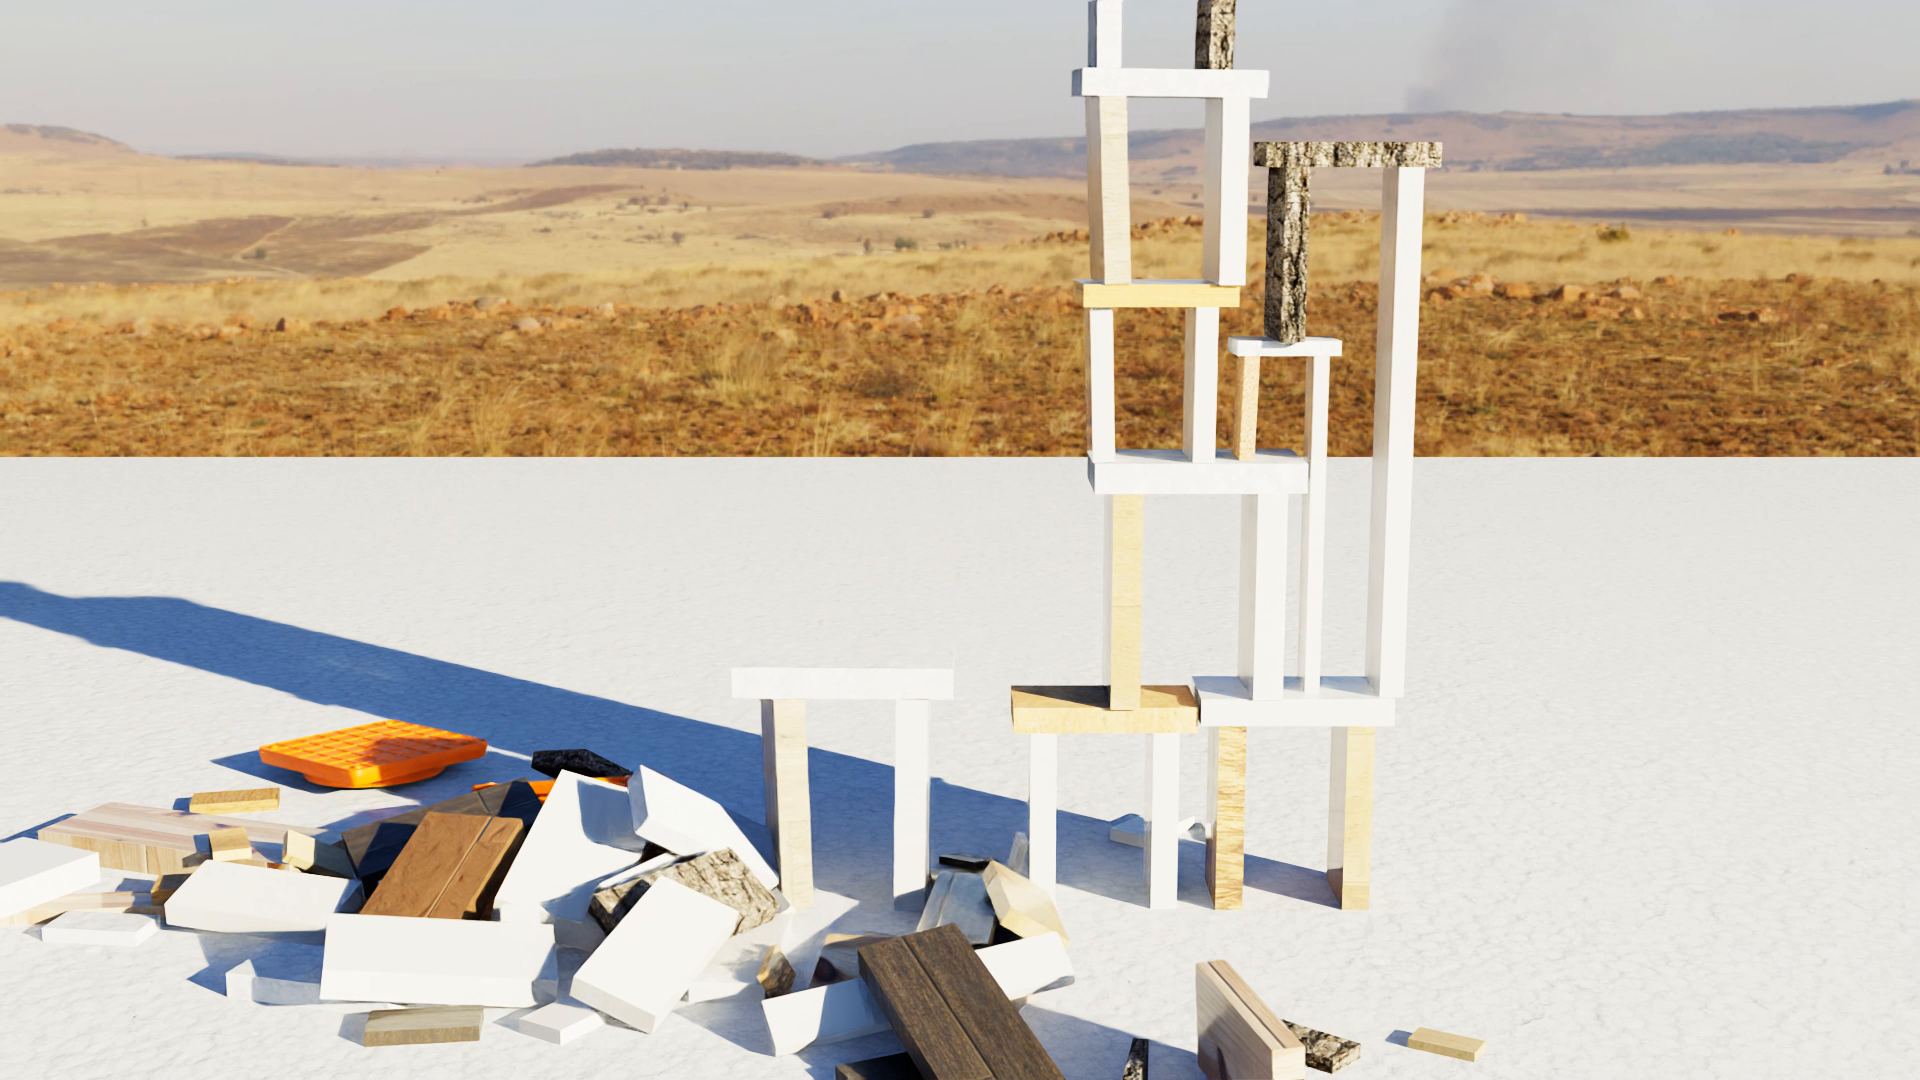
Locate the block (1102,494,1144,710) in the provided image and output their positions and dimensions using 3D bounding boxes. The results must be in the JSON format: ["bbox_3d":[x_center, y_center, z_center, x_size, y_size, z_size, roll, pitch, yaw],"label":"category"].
[{"bbox_3d":[0.263,0.085,3.574,0.047,0.350,0.167,0,11,-1],"label":"block"}]

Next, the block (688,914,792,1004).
[{"bbox_3d":[-0.331,0.634,3.346,0.112,0.032,0.293,1,11,3],"label":"block"}]

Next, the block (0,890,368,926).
[{"bbox_3d":[-1.568,0.600,3.552,1.275,0.022,0.078,-1,11,-7],"label":"block"}]

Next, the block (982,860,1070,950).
[{"bbox_3d":[0.103,0.581,3.476,0.110,0.031,0.221,32,6,-12],"label":"block"}]

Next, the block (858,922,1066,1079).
[{"bbox_3d":[0.000,0.653,2.943,0.148,0.042,0.412,-12,25,-18],"label":"block"}]

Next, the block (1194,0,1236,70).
[{"bbox_3d":[0.399,-0.861,3.409,0.037,0.262,0.131,1,10,-4],"label":"block"}]

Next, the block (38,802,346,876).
[{"bbox_3d":[-1.331,0.533,3.834,0.528,0.051,0.180,4,11,20],"label":"block"}]

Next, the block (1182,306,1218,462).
[{"bbox_3d":[0.382,-0.253,3.502,0.035,0.245,0.122,0,11,-2],"label":"block"}]

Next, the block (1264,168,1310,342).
[{"bbox_3d":[0.516,-0.453,3.475,0.038,0.270,0.135,0,11,-4],"label":"block"}]

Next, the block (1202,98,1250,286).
[{"bbox_3d":[0.417,-0.548,3.452,0.040,0.285,0.143,-1,11,-5],"label":"block"}]

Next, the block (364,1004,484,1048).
[{"bbox_3d":[-0.754,0.684,3.100,0.157,0.022,0.078,-1,11,-8],"label":"block"}]

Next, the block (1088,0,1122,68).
[{"bbox_3d":[0.223,-0.859,3.390,0.037,0.262,0.131,-1,11,-3],"label":"block"}]

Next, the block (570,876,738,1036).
[{"bbox_3d":[-0.443,0.602,3.209,0.133,0.038,0.265,23,31,11],"label":"block"}]

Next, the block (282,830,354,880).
[{"bbox_3d":[-1.080,0.534,3.703,0.122,0.017,0.061,27,24,-30],"label":"block"}]

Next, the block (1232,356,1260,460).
[{"bbox_3d":[0.456,-0.215,3.512,0.023,0.166,0.083,2,10,-2],"label":"block"}]

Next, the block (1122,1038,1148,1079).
[{"bbox_3d":[0.226,0.707,2.841,0.021,0.072,0.145,2,11,10],"label":"block"}]

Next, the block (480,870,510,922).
[{"bbox_3d":[-0.747,0.561,3.498,0.061,0.017,0.121,6,33,5],"label":"block"}]

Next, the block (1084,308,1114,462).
[{"bbox_3d":[0.222,-0.254,3.508,0.035,0.245,0.122,-2,11,-1],"label":"block"}]

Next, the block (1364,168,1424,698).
[{"bbox_3d":[0.695,-0.173,3.530,0.038,0.841,0.135,0,11,0],"label":"block"}]

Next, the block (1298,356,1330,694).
[{"bbox_3d":[0.571,-0.029,3.558,0.023,0.548,0.083,0,11,0],"label":"block"}]

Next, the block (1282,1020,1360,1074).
[{"bbox_3d":[0.471,0.697,3.037,0.145,0.021,0.072,9,14,40],"label":"block"}]

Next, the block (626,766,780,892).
[{"bbox_3d":[-0.417,0.474,3.580,0.266,0.038,0.133,31,20,-30],"label":"block"}]

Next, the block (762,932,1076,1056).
[{"bbox_3d":[-0.056,0.638,3.098,0.439,0.022,0.078,-10,48,-16],"label":"block"}]

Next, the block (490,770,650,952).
[{"bbox_3d":[-0.610,0.513,3.539,0.180,0.051,0.359,16,28,0],"label":"block"}]

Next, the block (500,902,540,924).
[{"bbox_3d":[-0.666,0.597,3.337,0.056,0.112,0.016,-2,37,-10],"label":"block"}]

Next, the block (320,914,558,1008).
[{"bbox_3d":[-0.759,0.614,3.213,0.329,0.047,0.164,6,18,-15],"label":"block"}]

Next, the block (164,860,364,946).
[{"bbox_3d":[-1.106,0.577,3.501,0.268,0.038,0.134,6,24,9],"label":"block"}]

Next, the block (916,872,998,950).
[{"bbox_3d":[0.002,0.587,3.446,0.110,0.031,0.450,3,4,4],"label":"block"}]

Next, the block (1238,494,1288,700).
[{"bbox_3d":[0.490,0.077,3.572,0.047,0.335,0.167,0,11,-1],"label":"block"}]

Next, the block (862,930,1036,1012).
[{"bbox_3d":[-0.038,0.645,3.260,0.295,0.042,0.148,5,11,23],"label":"block"}]

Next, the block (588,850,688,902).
[{"bbox_3d":[-0.453,0.566,3.484,0.134,0.038,0.268,46,28,15],"label":"block"}]

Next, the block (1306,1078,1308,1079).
[{"bbox_3d":[0.451,0.729,2.882,0.048,0.014,0.095,-4,11,-21],"label":"block"}]

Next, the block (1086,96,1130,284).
[{"bbox_3d":[0.232,-0.549,3.445,0.040,0.285,0.143,-3,11,-5],"label":"block"}]

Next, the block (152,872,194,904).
[{"bbox_3d":[-1.237,0.568,3.606,0.157,0.022,0.078,-2,11,-10],"label":"block"}]

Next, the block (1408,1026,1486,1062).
[{"bbox_3d":[0.674,0.699,3.047,0.095,0.014,0.048,6,12,31],"label":"block"}]

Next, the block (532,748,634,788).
[{"bbox_3d":[-0.684,0.435,4.080,0.112,0.032,0.224,-5,-22,24],"label":"block"}]
